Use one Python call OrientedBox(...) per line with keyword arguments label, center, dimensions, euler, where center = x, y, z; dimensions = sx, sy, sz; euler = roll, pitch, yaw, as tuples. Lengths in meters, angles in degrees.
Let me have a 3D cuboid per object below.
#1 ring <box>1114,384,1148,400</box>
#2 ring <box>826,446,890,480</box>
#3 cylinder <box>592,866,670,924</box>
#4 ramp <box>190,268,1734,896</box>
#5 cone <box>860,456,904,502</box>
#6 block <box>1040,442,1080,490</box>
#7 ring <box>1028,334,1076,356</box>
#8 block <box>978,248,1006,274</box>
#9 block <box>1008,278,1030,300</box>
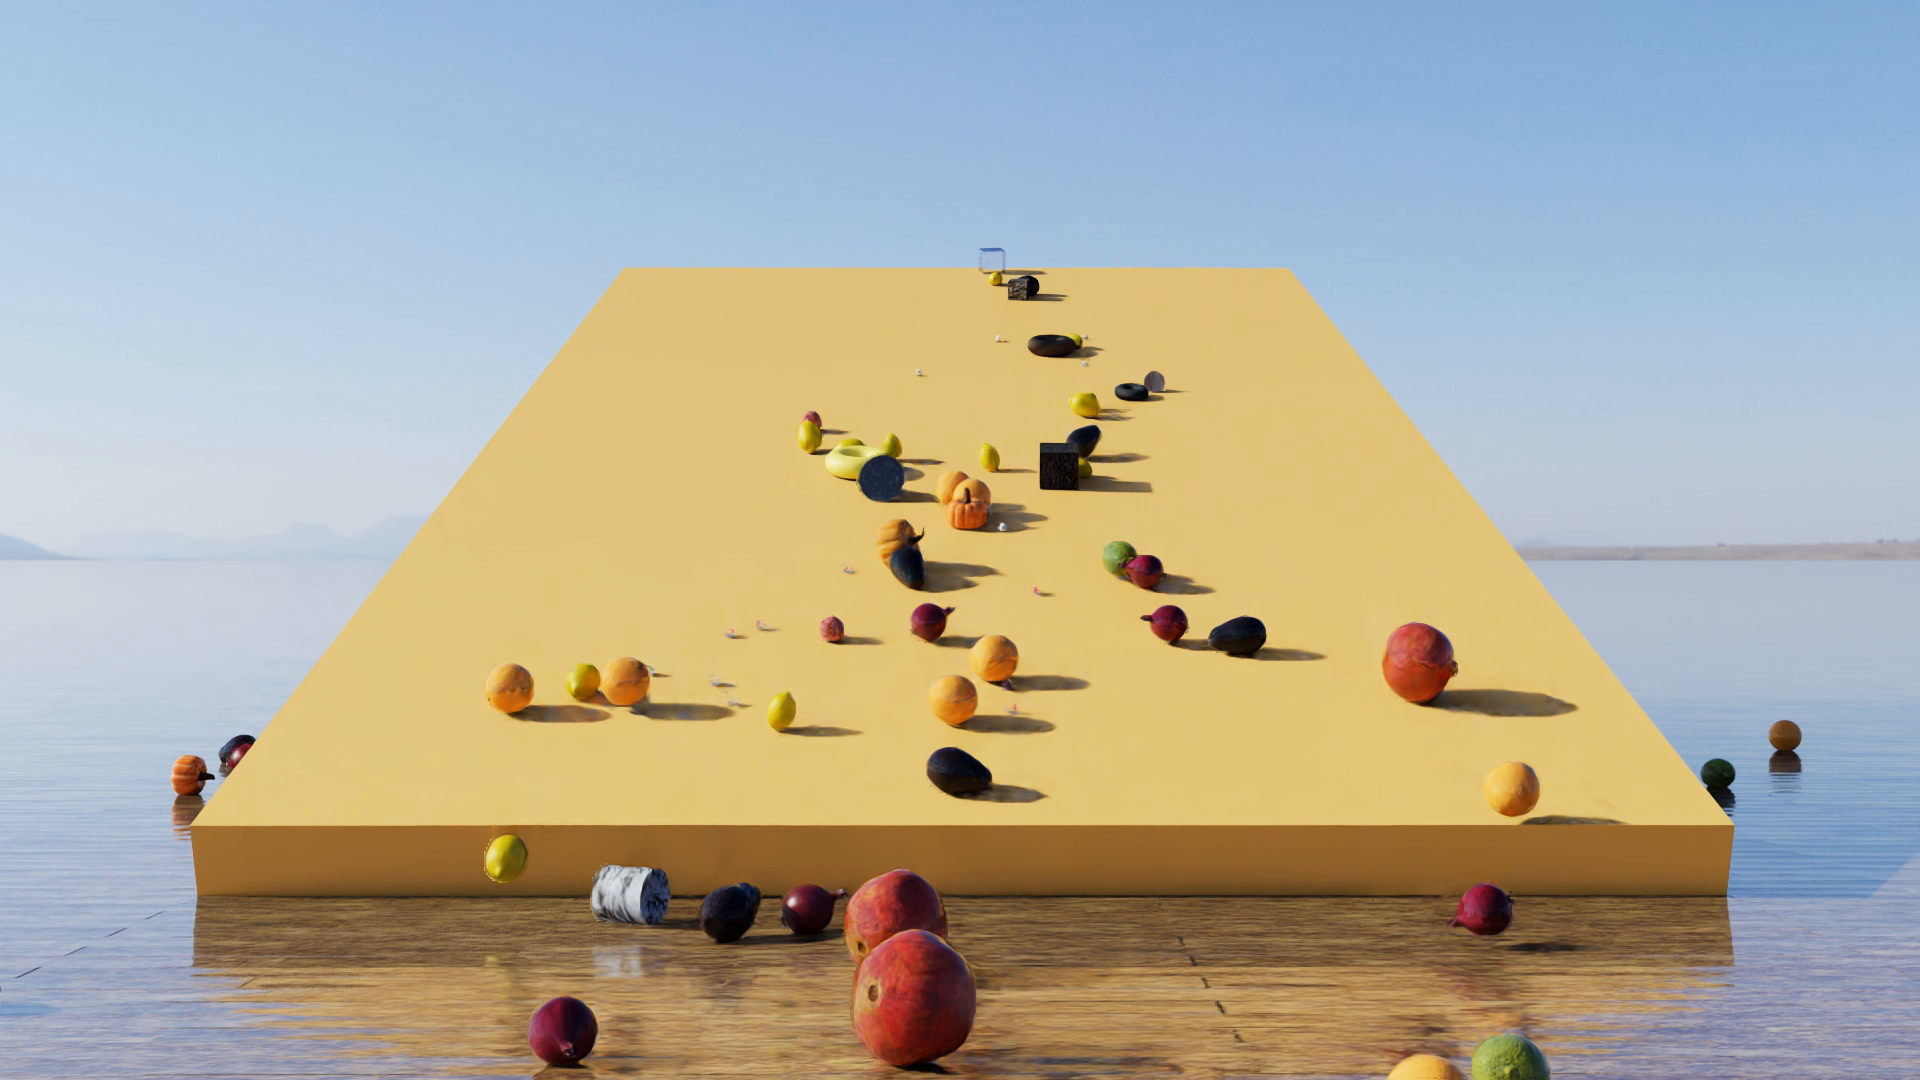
OrientedBox(label="ring", center=(0.394, -0.340, 5.118), dimensions=(0.080, 0.027, 0.080), euler=(2, 21, -1))
OrientedBox(label="ring", center=(-0.204, -0.156, 4.495), dimensions=(0.137, 0.046, 0.137), euler=(1, 17, 0))
OrientedBox(label="cylinder", center=(-0.398, 0.429, 2.691), dimensions=(0.067, 0.067, 0.067), euler=(0, 0, 24))
OrientedBox(label="ramp", center=(-0.003, -0.177, 4.806), dimensions=(2.000, 0.100, 4.000), euler=(0, 17, 0))
OrientedBox(label="cone", center=(-0.139, -0.110, 4.353), dimensions=(0.092, 0.092, 0.092), euler=(0, -10, 16))
OrientedBox(label="block", center=(0.196, -0.146, 4.411), dimensions=(0.076, 0.076, 0.076), euler=(0, 17, 1))
OrientedBox(label="ring", center=(0.229, -0.486, 5.566), dimensions=(0.120, 0.040, 0.120), euler=(1, 16, 0))
OrientedBox(label="block", center=(0.095, -0.831, 6.624), dimensions=(0.067, 0.067, 0.067), euler=(-4, 18, -12))
OrientedBox(label="block", center=(0.164, -0.701, 6.233), dimensions=(0.053, 0.053, 0.053), euler=(3, 18, 9))
